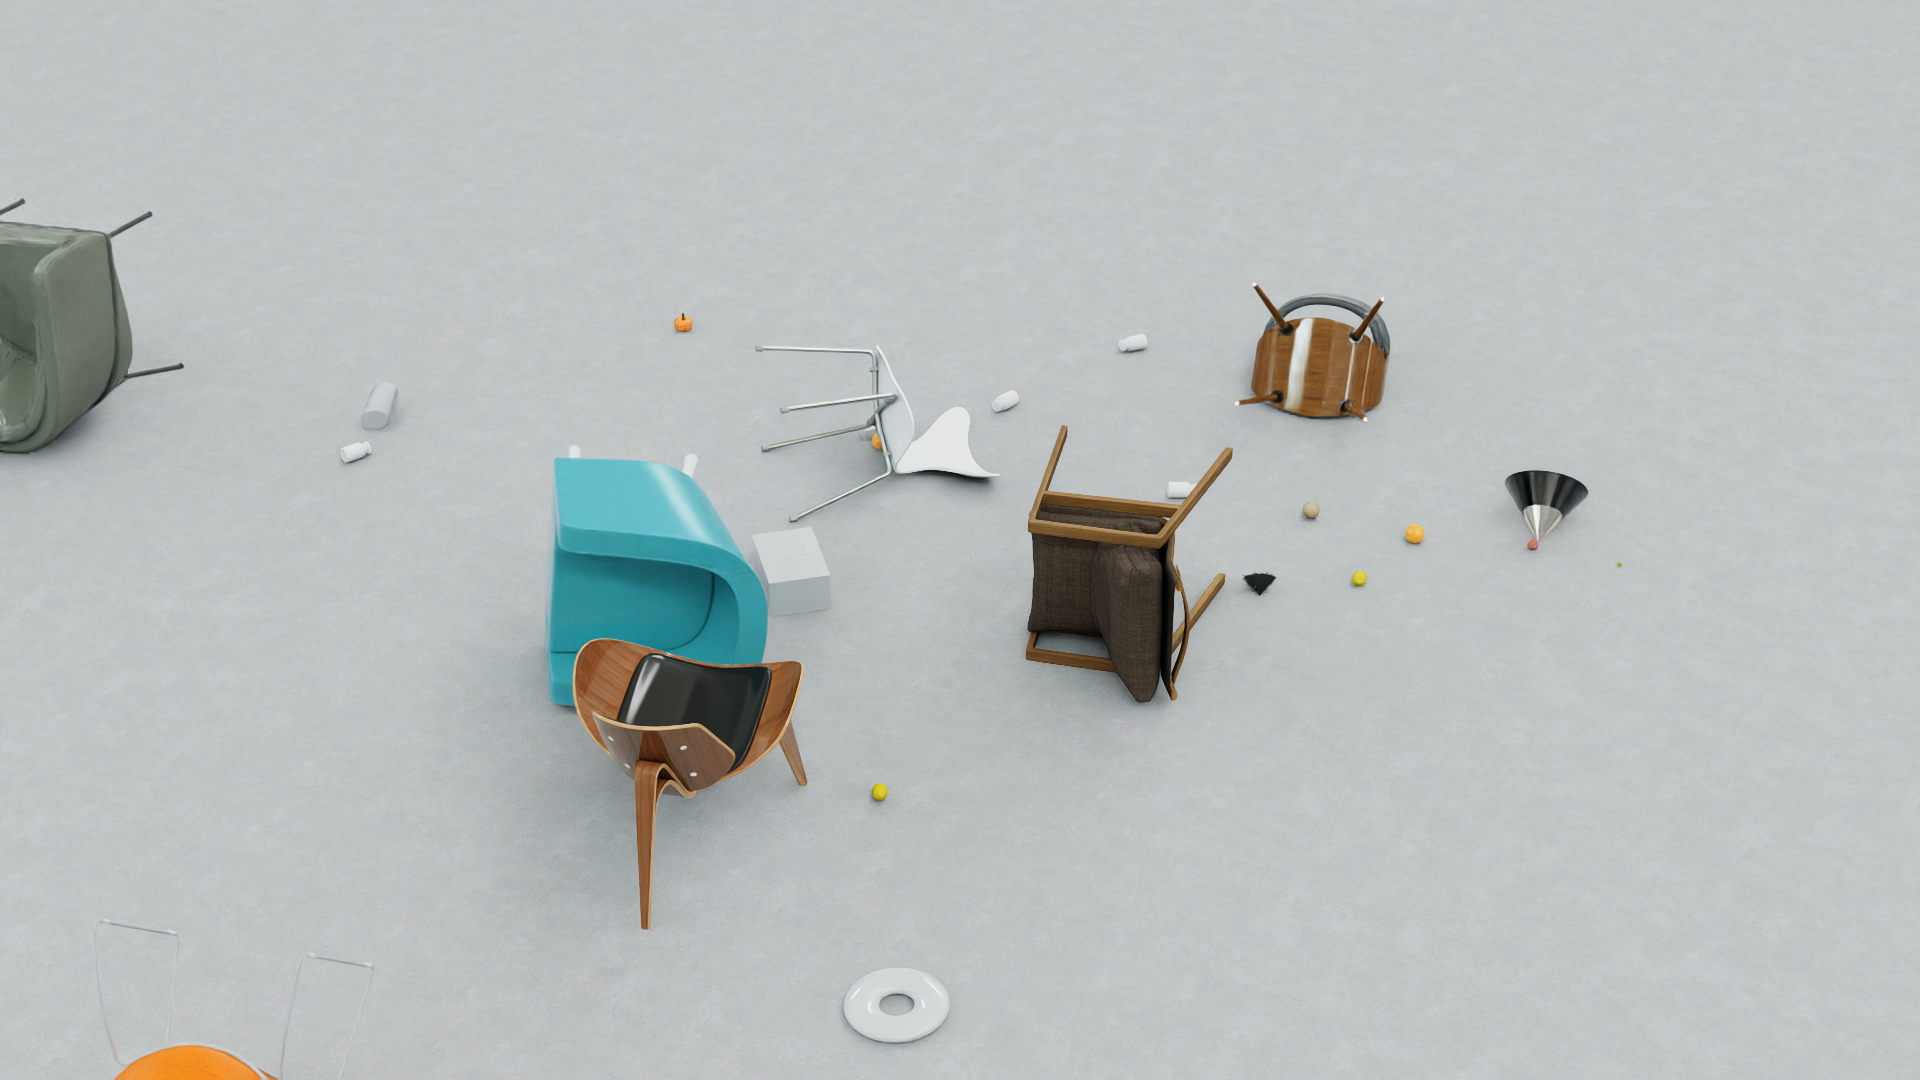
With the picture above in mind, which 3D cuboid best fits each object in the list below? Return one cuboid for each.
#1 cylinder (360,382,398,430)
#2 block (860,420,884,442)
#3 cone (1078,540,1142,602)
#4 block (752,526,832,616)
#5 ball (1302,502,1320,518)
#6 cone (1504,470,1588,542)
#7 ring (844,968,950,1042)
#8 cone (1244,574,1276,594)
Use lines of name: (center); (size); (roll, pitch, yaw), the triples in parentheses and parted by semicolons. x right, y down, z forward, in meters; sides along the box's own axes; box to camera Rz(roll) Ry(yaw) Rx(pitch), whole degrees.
cylinder: (-2.311, -0.534, 11.674); (0.109, 0.085, 0.219); (-16, 31, 12)
block: (-0.347, -0.430, 11.554); (0.080, 0.048, 0.054); (-17, 37, -24)
cone: (0.517, 0.149, 10.632); (0.207, 0.213, 0.291); (-24, 32, 14)
block: (-0.613, 0.114, 10.642); (0.223, 0.144, 0.326); (-8, 34, -12)
ball: (1.325, -0.113, 11.058); (0.064, 0.064, 0.064); (0, 33, 0)
cone: (2.181, -0.092, 10.979); (0.312, 0.267, 0.234); (9, 64, 10)
ring: (-0.190, 1.393, 8.790); (0.322, 0.045, 0.315); (-24, 41, -31)
cone: (1.088, 0.171, 10.647); (0.119, 0.107, 0.067); (1, 72, 2)
